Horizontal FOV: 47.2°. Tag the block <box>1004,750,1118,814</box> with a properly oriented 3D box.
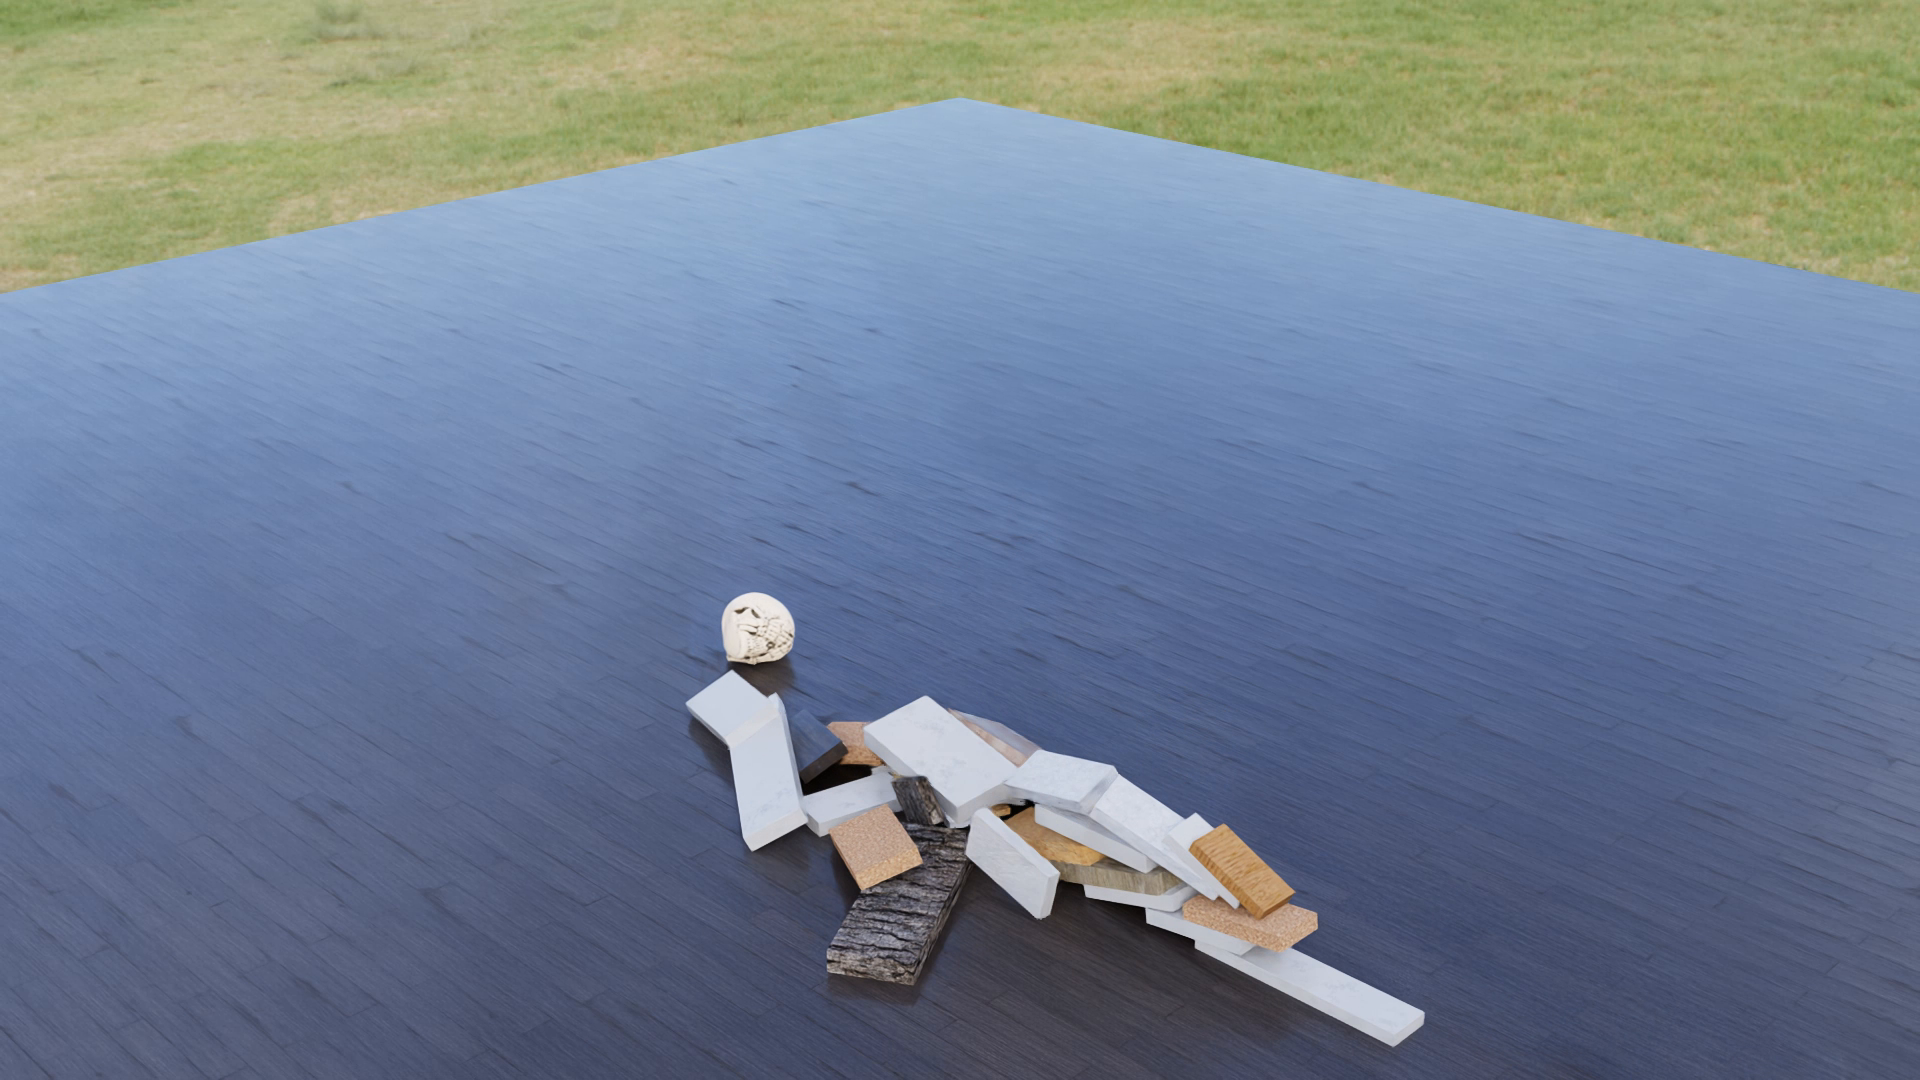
[{"bbox_3d":[0.193,0.459,4.187,0.106,0.030,0.212,-41,29,-30],"label":"block"}]

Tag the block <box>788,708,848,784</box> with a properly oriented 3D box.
[{"bbox_3d":[-0.325,0.431,4.610,0.111,0.031,0.221,-36,25,-12],"label":"block"}]

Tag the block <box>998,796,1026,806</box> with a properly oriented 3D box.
[{"bbox_3d":[0.071,0.484,4.439,0.072,0.021,0.145,11,23,-34],"label":"block"}]

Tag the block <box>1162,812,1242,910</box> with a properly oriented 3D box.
[{"bbox_3d":[0.464,0.583,4.001,0.181,0.026,0.090,42,42,21],"label":"block"}]

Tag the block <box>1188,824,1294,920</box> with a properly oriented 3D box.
[{"bbox_3d":[0.507,0.597,3.961,0.090,0.026,0.181,-22,55,-41],"label":"block"}]

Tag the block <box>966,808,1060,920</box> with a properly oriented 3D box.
[{"bbox_3d":[0.098,0.607,4.136,0.030,0.106,0.212,-19,42,-37],"label":"block"}]

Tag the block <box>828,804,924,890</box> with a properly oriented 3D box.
[{"bbox_3d":[-0.165,0.588,4.226,0.126,0.036,0.253,-23,17,-9],"label":"block"}]

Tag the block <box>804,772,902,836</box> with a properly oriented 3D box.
[{"bbox_3d":[-0.216,0.534,4.462,0.221,0.031,0.111,-14,27,-30],"label":"block"}]

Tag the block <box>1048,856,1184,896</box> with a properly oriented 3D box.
[{"bbox_3d":[0.311,0.612,4.153,0.136,0.039,0.273,-22,15,-41],"label":"block"}]

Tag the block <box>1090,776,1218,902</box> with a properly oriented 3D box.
[{"bbox_3d":[0.379,0.547,4.042,0.274,0.030,0.106,34,40,11],"label":"block"}]

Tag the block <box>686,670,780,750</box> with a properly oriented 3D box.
[{"bbox_3d":[-0.492,0.365,4.747,0.126,0.036,0.253,-36,26,-14],"label":"block"}]

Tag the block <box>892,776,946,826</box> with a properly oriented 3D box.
[{"bbox_3d":[-0.084,0.513,4.334,0.026,0.091,0.183,-24,1,-18],"label":"block"}]

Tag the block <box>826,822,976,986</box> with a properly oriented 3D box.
[{"bbox_3d":[-0.099,0.673,4.117,0.161,0.046,0.468,6,24,14],"label":"block"}]

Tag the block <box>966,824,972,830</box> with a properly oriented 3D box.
[{"bbox_3d":[0.018,0.557,4.428,0.052,0.015,0.104,-21,31,-40],"label":"block"}]

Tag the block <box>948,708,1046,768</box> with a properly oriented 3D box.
[{"bbox_3d":[0.120,0.441,4.502,0.161,0.046,0.322,20,5,-42],"label":"block"}]

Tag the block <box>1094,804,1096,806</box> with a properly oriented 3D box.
[{"bbox_3d":[0.269,0.489,4.172,0.052,0.015,0.104,-21,39,-39],"label":"block"}]

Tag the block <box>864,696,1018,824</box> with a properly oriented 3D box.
[{"bbox_3d":[-0.036,0.439,4.429,0.161,0.046,0.322,-26,40,-28],"label":"block"}]

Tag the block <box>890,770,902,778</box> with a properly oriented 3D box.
[{"bbox_3d":[-0.070,0.479,4.538,0.145,0.021,0.072,-5,16,42],"label":"block"}]

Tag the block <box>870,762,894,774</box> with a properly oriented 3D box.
[{"bbox_3d":[-0.122,0.461,4.583,0.120,0.017,0.060,-18,9,34],"label":"block"}]

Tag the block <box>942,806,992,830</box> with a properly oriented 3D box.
[{"bbox_3d":[-0.016,0.505,4.394,0.091,0.026,0.183,-17,36,-18],"label":"block"}]

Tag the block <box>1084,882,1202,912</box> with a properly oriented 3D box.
[{"bbox_3d":[0.349,0.647,4.120,0.109,0.031,0.219,-22,15,-41],"label":"block"}]

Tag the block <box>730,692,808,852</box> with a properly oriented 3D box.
[{"bbox_3d":[-0.403,0.471,4.537,0.126,0.036,0.506,-28,25,2],"label":"block"}]

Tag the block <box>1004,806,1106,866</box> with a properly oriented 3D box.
[{"bbox_3d":[0.192,0.573,4.266,0.136,0.039,0.273,-22,15,-41],"label":"block"}]

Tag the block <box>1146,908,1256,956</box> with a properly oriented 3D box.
[{"bbox_3d":[0.459,0.694,4.020,0.219,0.031,0.109,12,25,44],"label":"block"}]

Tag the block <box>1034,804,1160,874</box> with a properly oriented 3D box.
[{"bbox_3d":[0.289,0.538,4.154,0.273,0.039,0.136,20,30,40],"label":"block"}]

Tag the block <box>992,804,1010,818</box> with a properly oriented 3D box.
[{"bbox_3d":[0.052,0.528,4.409,0.052,0.015,0.104,-14,26,-27],"label":"block"}]

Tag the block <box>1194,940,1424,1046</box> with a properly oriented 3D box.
[{"bbox_3d":[0.613,0.778,3.895,0.431,0.026,0.090,21,31,40],"label":"block"}]

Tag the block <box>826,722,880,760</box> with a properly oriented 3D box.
[{"bbox_3d":[-0.224,0.422,4.626,0.221,0.031,0.111,-4,20,43],"label":"block"}]

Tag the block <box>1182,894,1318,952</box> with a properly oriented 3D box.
[{"bbox_3d":[0.520,0.676,3.952,0.109,0.031,0.219,-22,23,-41],"label":"block"}]

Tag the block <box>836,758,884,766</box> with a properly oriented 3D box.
[{"bbox_3d":[-0.200,0.453,4.635,0.120,0.017,0.060,-2,19,33],"label":"block"}]
